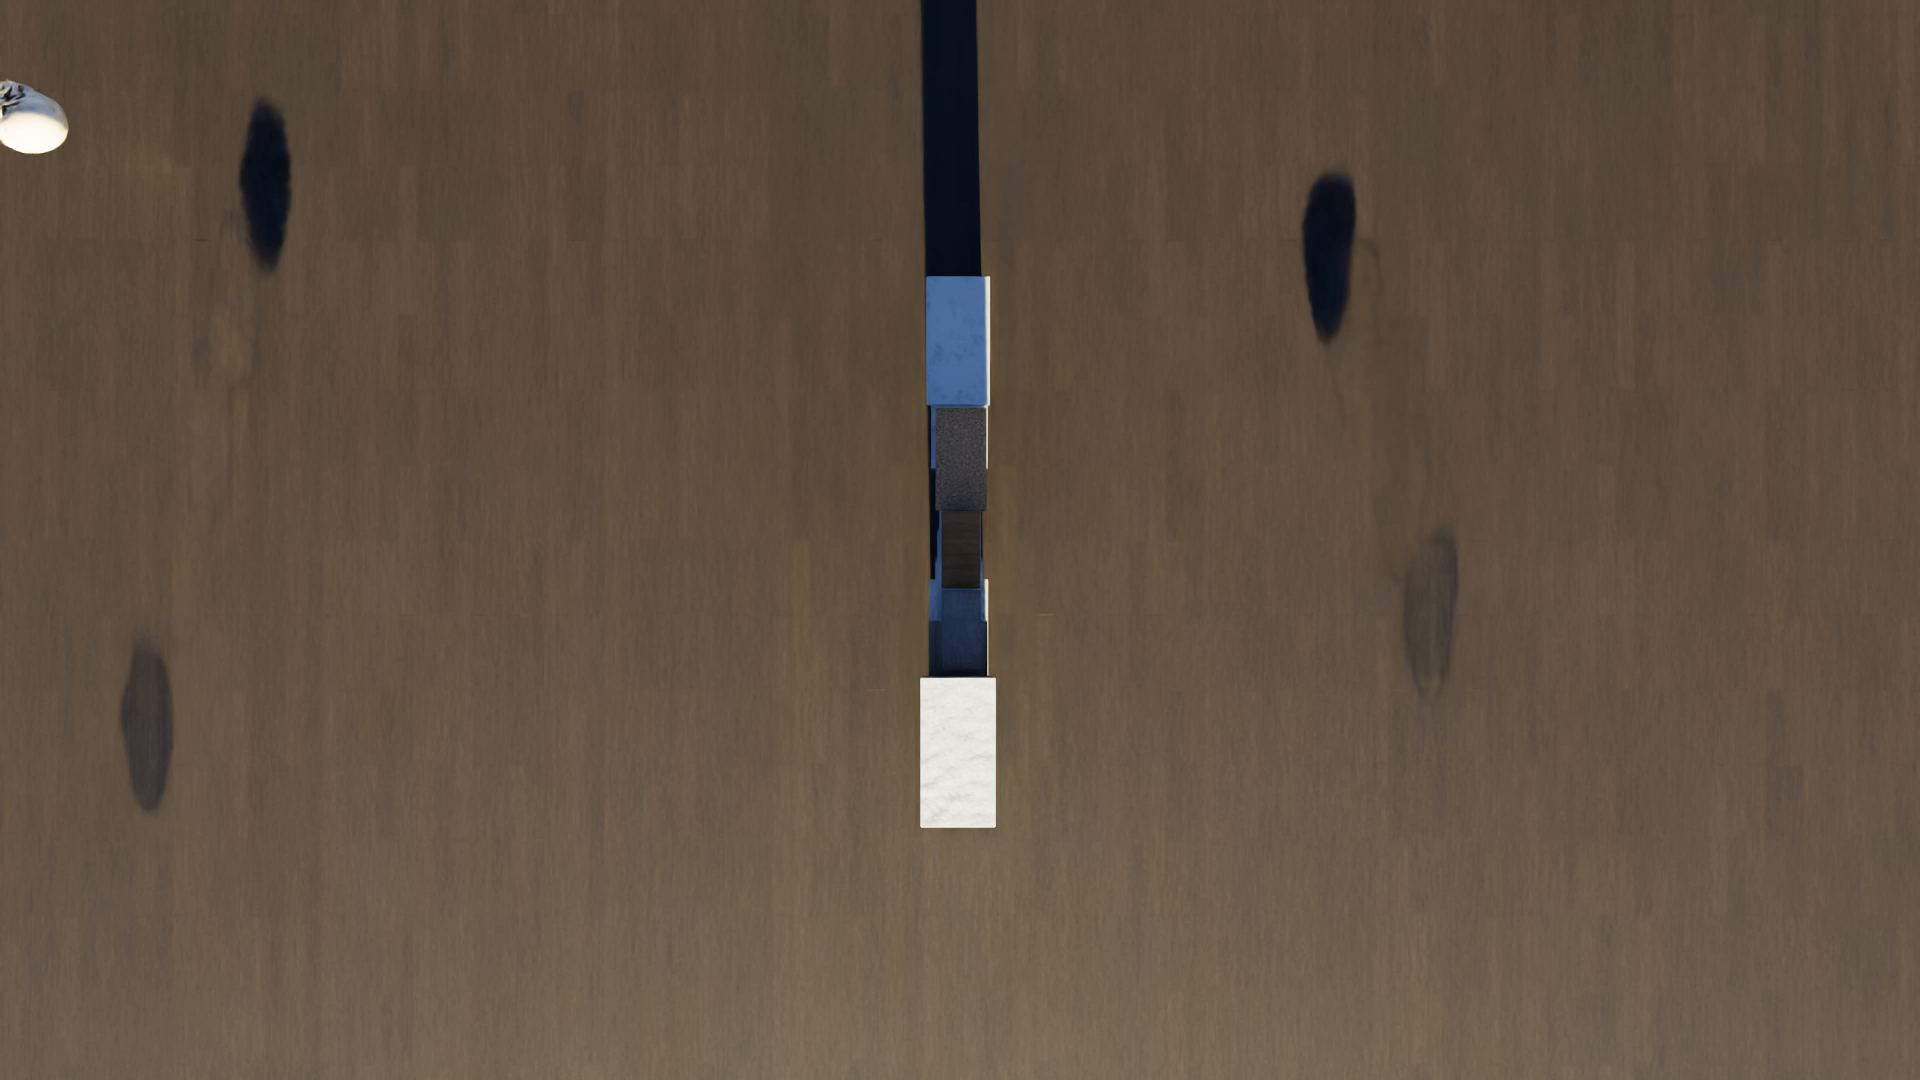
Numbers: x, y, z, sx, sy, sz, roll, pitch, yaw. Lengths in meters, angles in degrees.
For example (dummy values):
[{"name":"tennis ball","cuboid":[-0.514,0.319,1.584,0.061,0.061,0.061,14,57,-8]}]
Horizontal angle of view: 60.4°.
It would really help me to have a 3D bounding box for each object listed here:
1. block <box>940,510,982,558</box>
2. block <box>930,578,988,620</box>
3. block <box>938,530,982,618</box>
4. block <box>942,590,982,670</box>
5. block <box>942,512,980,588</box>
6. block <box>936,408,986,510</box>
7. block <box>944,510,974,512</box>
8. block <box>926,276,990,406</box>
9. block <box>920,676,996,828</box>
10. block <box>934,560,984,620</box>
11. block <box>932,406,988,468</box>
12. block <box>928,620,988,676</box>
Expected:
[{"name":"block","cuboid":[0.001,-0.070,4.698,0.118,0.034,0.237,0,90,0]},{"name":"block","cuboid":[-0.004,0.287,4.846,0.172,0.049,0.345,0,90,0]},{"name":"block","cuboid":[-0.002,0.088,4.280,0.113,0.032,0.225,0,90,0]},{"name":"block","cuboid":[0.004,0.217,3.980,0.094,0.027,0.188,0,90,0]},{"name":"block","cuboid":[0.002,0.024,4.062,0.094,0.027,0.189,0,90,1]},{"name":"block","cuboid":[0.003,-0.206,4.216,0.130,0.037,0.260,0,90,0]},{"name":"block","cuboid":[-0.002,-0.110,4.509,0.081,0.023,0.161,0,90,0]},{"name":"block","cuboid":[-0.005,-0.500,4.152,0.160,0.045,0.319,0,90,0]},{"name":"block","cuboid":[-0.004,0.488,3.814,0.172,0.049,0.344,0,90,0]},{"name":"block","cuboid":[-0.003,0.186,4.539,0.132,0.037,0.264,0,90,0]},{"name":"block","cuboid":[-0.002,-0.349,4.516,0.153,0.043,0.307,0,90,0]},{"name":"block","cuboid":[-0.005,0.354,4.203,0.148,0.042,0.297,0,90,0]}]
